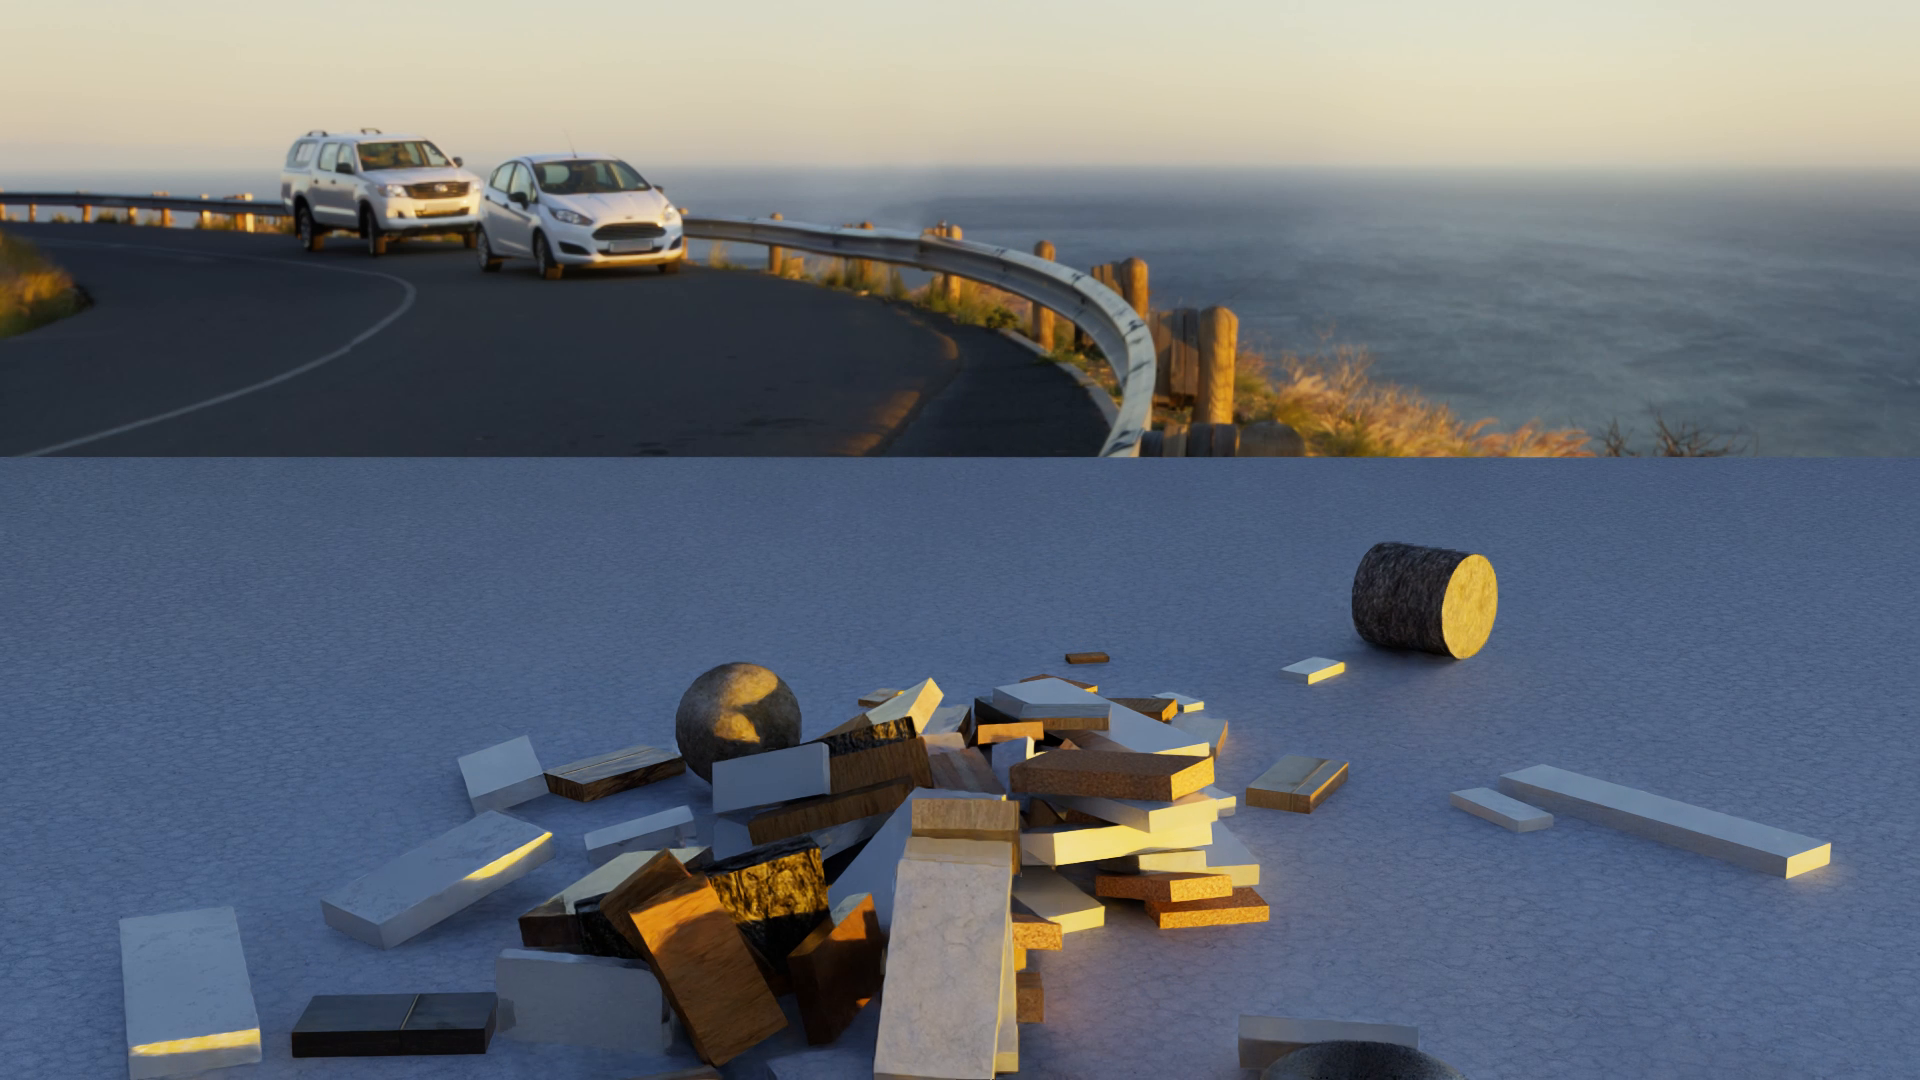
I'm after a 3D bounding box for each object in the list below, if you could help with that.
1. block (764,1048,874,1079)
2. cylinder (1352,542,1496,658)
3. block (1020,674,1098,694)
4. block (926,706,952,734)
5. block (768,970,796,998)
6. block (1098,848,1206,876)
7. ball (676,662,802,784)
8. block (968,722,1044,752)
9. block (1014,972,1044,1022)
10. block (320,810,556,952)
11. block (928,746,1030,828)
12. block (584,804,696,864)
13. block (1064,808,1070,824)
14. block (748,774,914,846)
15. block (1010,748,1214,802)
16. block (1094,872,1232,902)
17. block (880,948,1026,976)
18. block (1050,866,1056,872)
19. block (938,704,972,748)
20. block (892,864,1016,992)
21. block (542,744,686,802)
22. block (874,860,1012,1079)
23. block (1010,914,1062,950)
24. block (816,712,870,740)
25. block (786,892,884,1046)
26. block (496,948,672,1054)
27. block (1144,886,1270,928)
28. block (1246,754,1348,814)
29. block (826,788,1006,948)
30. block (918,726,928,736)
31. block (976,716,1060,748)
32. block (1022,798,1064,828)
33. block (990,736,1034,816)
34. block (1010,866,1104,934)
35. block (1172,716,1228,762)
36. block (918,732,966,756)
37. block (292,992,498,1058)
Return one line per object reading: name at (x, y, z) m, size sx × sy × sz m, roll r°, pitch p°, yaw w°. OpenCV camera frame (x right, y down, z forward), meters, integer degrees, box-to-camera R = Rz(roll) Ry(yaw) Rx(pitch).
block at (-0.164, 0.726, 2.848) m, size 0.117 × 0.033 × 0.233 m, roll -4°, pitch 11°, yaw -21°
cylinder at (1.133, 0.146, 5.369) m, size 0.253 × 0.253 × 0.253 m, roll 10°, pitch 14°, yaw 42°
block at (0.223, 0.335, 4.979) m, size 0.162 × 0.023 × 0.081 m, roll 10°, pitch 15°, yaw 43°
block at (-0.091, 0.424, 4.463) m, size 0.132 × 0.037 × 0.524 m, roll 2°, pitch 11°, yaw 9°
block at (-0.269, 0.602, 3.334) m, size 0.123 × 0.035 × 0.247 m, roll -11°, pitch 24°, yaw -14°
block at (0.319, 0.537, 3.697) m, size 0.114 × 0.032 × 0.229 m, roll -2°, pitch -5°, yaw -14°
ball at (-0.426, 0.359, 4.242) m, size 0.245 × 0.245 × 0.245 m, roll 0°, pitch 11°, yaw 0°
block at (0.087, 0.393, 4.281) m, size 0.124 × 0.035 × 0.248 m, roll -3°, pitch -13°, yaw -5°
block at (0.037, 0.635, 3.064) m, size 0.152 × 0.043 × 0.304 m, roll 0°, pitch -7°, yaw 1°
block at (-0.844, 0.548, 3.570) m, size 0.169 × 0.048 × 0.338 m, roll 10°, pitch 26°, yaw 42°
block at (0.019, 0.469, 3.953) m, size 0.124 × 0.035 × 0.248 m, roll -9°, pitch 35°, yaw -20°
block at (-0.563, 0.518, 3.870) m, size 0.190 × 0.027 × 0.095 m, roll -15°, pitch 13°, yaw -10°
block at (0.201, 0.512, 3.897) m, size 0.020 × 0.070 × 0.139 m, roll 2°, pitch 11°, yaw 8°
block at (-0.220, 0.467, 3.809) m, size 0.280 × 0.040 × 0.140 m, roll -15°, pitch -1°, yaw 1°
block at (0.256, 0.395, 3.712) m, size 0.307 × 0.043 × 0.153 m, roll -1°, pitch 7°, yaw 33°
block at (0.326, 0.557, 3.549) m, size 0.114 × 0.032 × 0.229 m, roll -1°, pitch -5°, yaw -28°
block at (-0.006, 0.612, 3.210) m, size 0.130 × 0.037 × 0.260 m, roll -2°, pitch -8°, yaw 20°
block at (0.127, 0.561, 3.773) m, size 0.070 × 0.020 × 0.140 m, roll 2°, pitch 11°, yaw 11°
block at (-0.010, 0.409, 4.335) m, size 0.032 × 0.113 × 0.227 m, roll 2°, pitch 11°, yaw 8°
block at (-0.011, 0.508, 2.804) m, size 0.152 × 0.043 × 0.304 m, roll 0°, pitch 21°, yaw -1°
block at (-0.677, 0.454, 4.299) m, size 0.129 × 0.036 × 0.257 m, roll 9°, pitch 14°, yaw 40°
block at (-0.018, 0.502, 2.545) m, size 0.134 × 0.038 × 0.267 m, roll 4°, pitch 54°, yaw 4°
block at (0.066, 0.589, 3.321) m, size 0.130 × 0.037 × 0.260 m, roll 4°, pitch -7°, yaw -8°
block at (-0.251, 0.391, 4.147) m, size 0.172 × 0.024 × 0.086 m, roll -31°, pitch 12°, yaw 25°
block at (-0.172, 0.614, 3.169) m, size 0.037 × 0.130 × 0.260 m, roll -12°, pitch 7°, yaw 18°
block at (-0.524, 0.641, 3.061) m, size 0.242 × 0.121 × 0.034 m, roll 2°, pitch 10°, yaw 12°
block at (0.400, 0.596, 3.566) m, size 0.182 × 0.026 × 0.091 m, roll -2°, pitch 11°, yaw -11°
block at (0.650, 0.468, 4.230) m, size 0.125 × 0.035 × 0.249 m, roll 5°, pitch 12°, yaw 26°
block at (-0.080, 0.524, 3.496) m, size 0.177 × 0.050 × 0.354 m, roll 1°, pitch 31°, yaw 34°
block at (-0.098, 0.429, 4.206) m, size 0.113 × 0.032 × 0.227 m, roll -9°, pitch 32°, yaw -12°
block at (0.162, 0.392, 4.630) m, size 0.132 × 0.037 × 0.265 m, roll -7°, pitch 13°, yaw -33°
block at (0.143, 0.508, 3.922) m, size 0.020 × 0.070 × 0.140 m, roll 33°, pitch 1°, yaw -17°
block at (0.092, 0.438, 4.020) m, size 0.077 × 0.155 × 0.022 m, roll -18°, pitch -42°, yaw 29°
block at (0.125, 0.578, 3.587) m, size 0.114 × 0.032 × 0.229 m, roll -6°, pitch 17°, yaw -29°
block at (0.487, 0.411, 4.548) m, size 0.109 × 0.031 × 0.218 m, roll 2°, pitch 11°, yaw 13°
block at (-0.033, 0.447, 4.046) m, size 0.124 × 0.035 × 0.248 m, roll -4°, pitch 33°, yaw -13°
block at (-0.788, 0.679, 3.086) m, size 0.262 × 0.037 × 0.131 m, roll -1°, pitch 11°, yaw -3°
